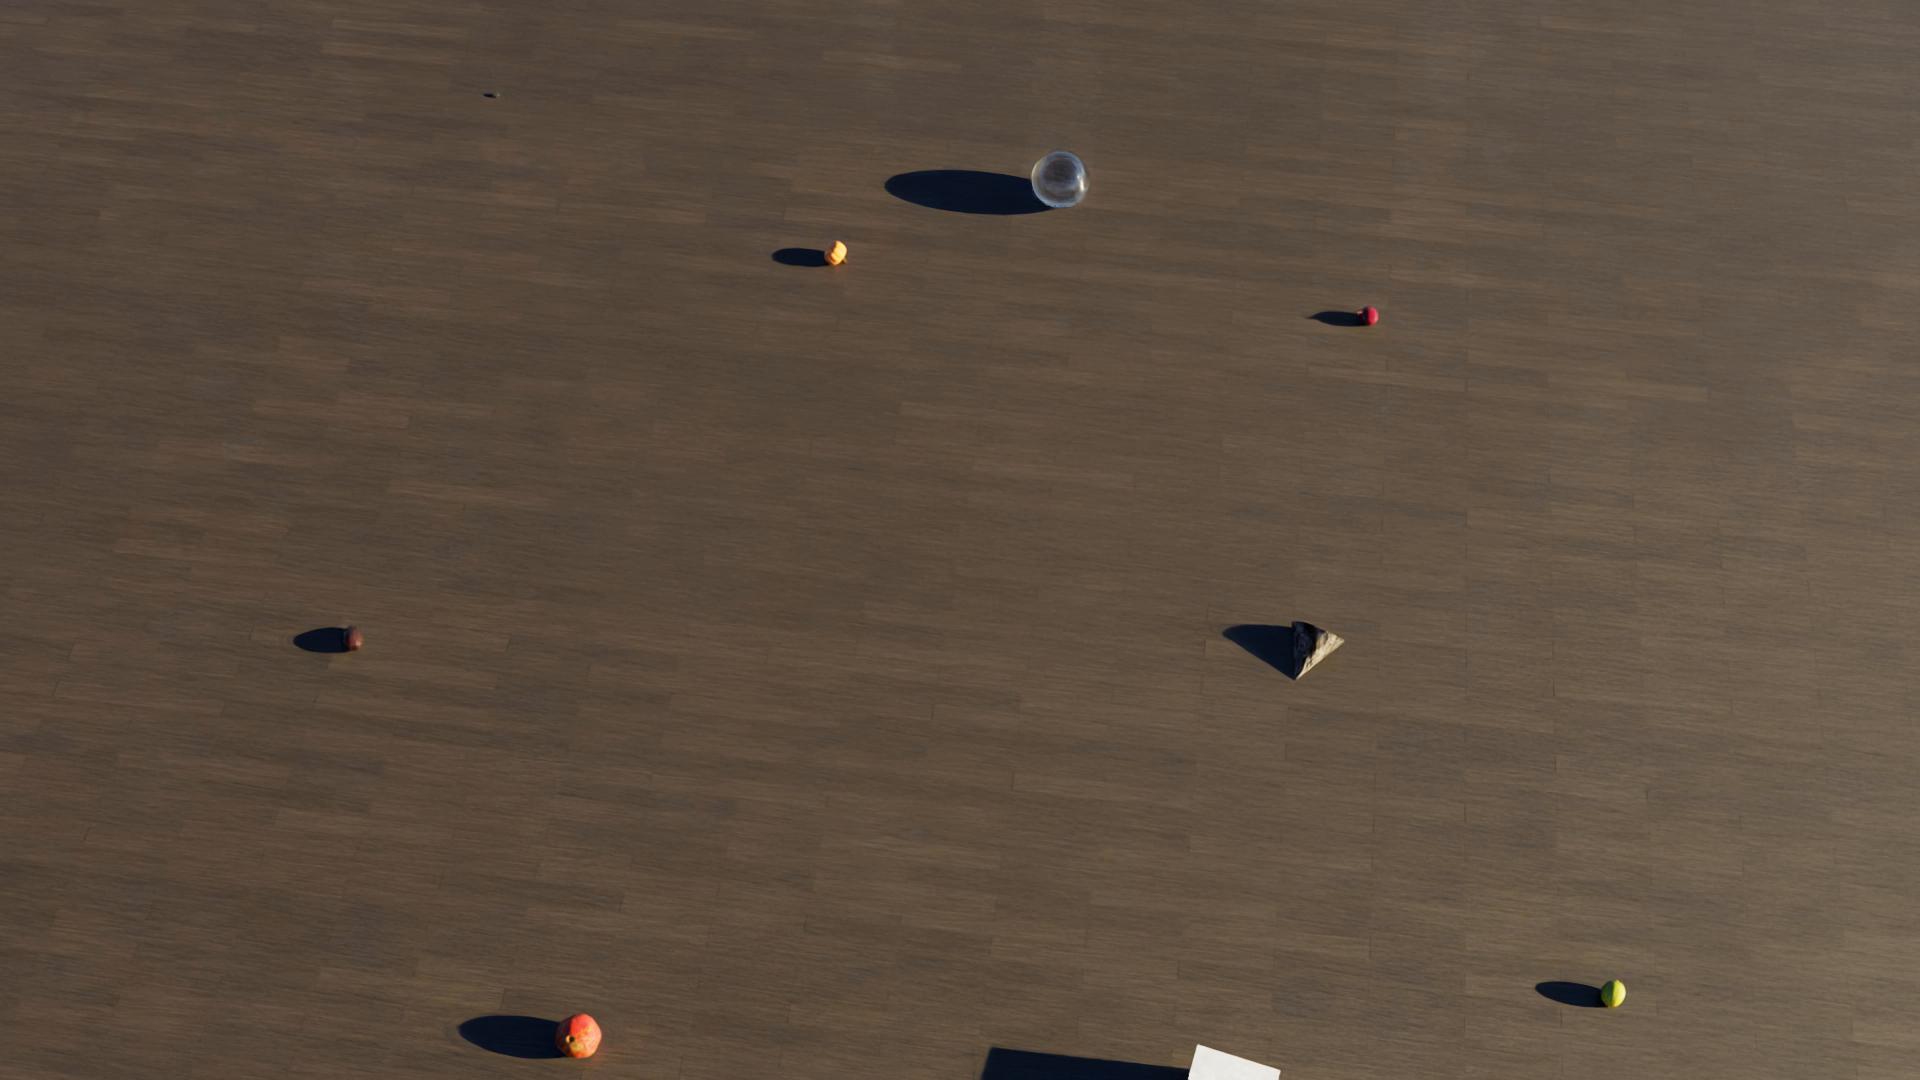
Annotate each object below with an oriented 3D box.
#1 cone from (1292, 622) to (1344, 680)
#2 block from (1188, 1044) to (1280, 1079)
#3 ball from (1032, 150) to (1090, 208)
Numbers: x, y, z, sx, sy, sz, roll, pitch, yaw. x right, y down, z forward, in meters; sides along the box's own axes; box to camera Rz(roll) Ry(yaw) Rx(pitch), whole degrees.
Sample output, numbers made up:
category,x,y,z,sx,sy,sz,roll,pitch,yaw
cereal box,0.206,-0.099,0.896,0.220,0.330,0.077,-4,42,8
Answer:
category,x,y,z,sx,sy,sz,roll,pitch,yaw
cone,0.996,0.335,6.321,0.167,0.088,0.163,20,74,31
block,0.679,1.386,5.540,0.213,0.173,0.112,15,58,10
ball,0.332,-1.190,7.257,0.193,0.193,0.193,0,56,0
